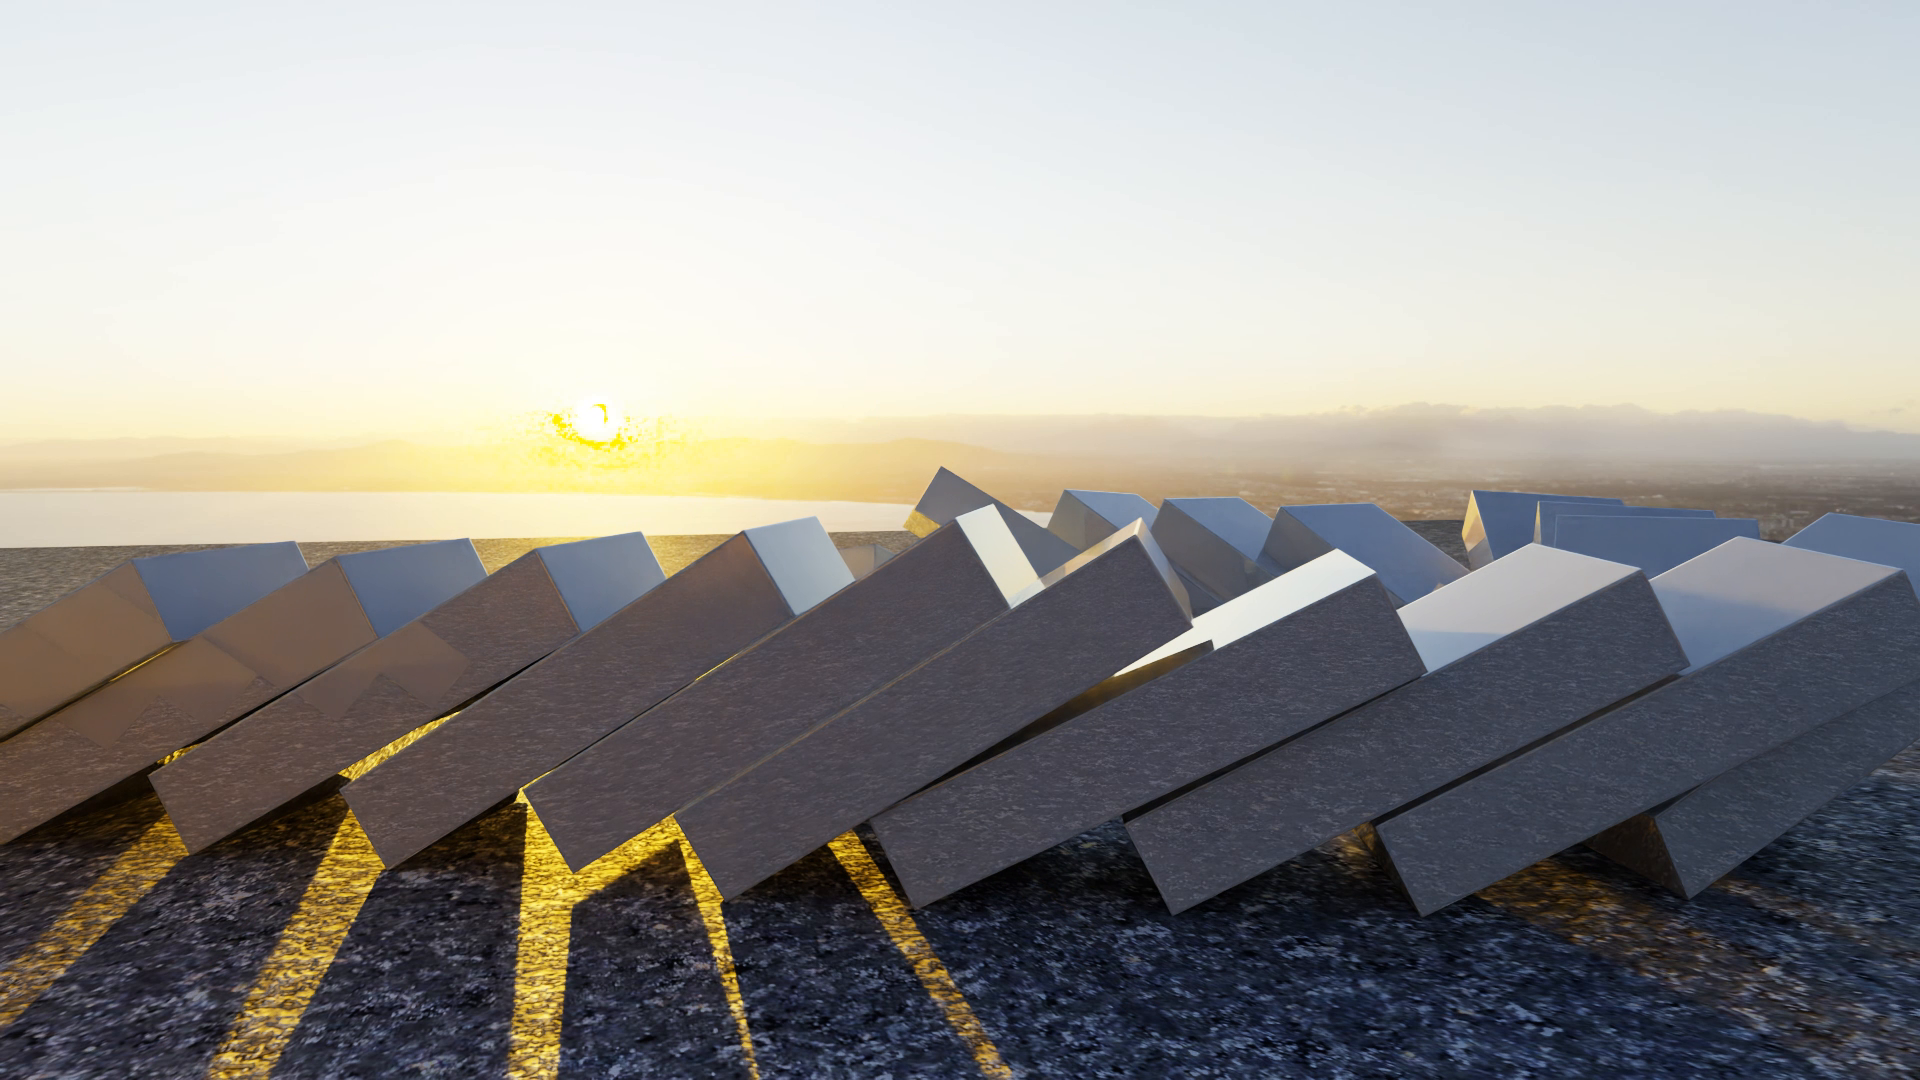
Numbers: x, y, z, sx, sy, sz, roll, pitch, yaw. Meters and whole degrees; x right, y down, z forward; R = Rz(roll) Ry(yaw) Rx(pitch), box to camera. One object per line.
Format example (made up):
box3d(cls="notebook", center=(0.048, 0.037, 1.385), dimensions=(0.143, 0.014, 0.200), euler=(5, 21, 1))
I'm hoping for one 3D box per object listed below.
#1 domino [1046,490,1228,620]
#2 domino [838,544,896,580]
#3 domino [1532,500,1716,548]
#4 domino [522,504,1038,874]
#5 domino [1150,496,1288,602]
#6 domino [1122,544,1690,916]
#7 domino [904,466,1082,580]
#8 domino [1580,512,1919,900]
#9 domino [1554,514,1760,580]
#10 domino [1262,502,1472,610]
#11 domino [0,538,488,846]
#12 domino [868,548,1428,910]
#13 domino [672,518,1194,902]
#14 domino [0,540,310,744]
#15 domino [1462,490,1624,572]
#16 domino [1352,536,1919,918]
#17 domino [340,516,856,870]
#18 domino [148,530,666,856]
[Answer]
box3d(cls="domino", center=(0.044, 0.006, 0.260), dimensions=(0.025, 0.009, 0.050), euler=(1, 30, -46))
box3d(cls="domino", center=(-0.011, 0.013, 0.196), dimensions=(0.025, 0.009, 0.050), euler=(-8, -19, 26))
box3d(cls="domino", center=(0.098, 0.012, 0.186), dimensions=(0.025, 0.010, 0.050), euler=(4, 34, 20))
box3d(cls="domino", center=(-0.017, 0.014, 0.131), dimensions=(0.050, 0.009, 0.025), euler=(-32, -1, 10))
box3d(cls="domino", center=(0.062, 0.008, 0.245), dimensions=(0.025, 0.010, 0.050), euler=(-3, 33, -43))
box3d(cls="domino", center=(0.040, 0.017, 0.125), dimensions=(0.050, 0.010, 0.025), euler=(-28, 3, 5))
box3d(cls="domino", center=(0.014, 0.005, 0.245), dimensions=(0.050, 0.009, 0.025), euler=(31, -9, -3))
box3d(cls="domino", center=(0.084, 0.015, 0.134), dimensions=(0.050, 0.009, 0.025), euler=(-31, 14, -8))
box3d(cls="domino", center=(0.089, 0.014, 0.164), dimensions=(0.025, 0.009, 0.050), euler=(2, 33, 26))
box3d(cls="domino", center=(0.081, 0.010, 0.229), dimensions=(0.025, 0.009, 0.050), euler=(-3, 32, -30))
box3d(cls="domino", center=(-0.080, 0.016, 0.144), dimensions=(0.050, 0.009, 0.025), euler=(-27, 0, 10))
box3d(cls="domino", center=(0.018, 0.017, 0.125), dimensions=(0.050, 0.010, 0.025), euler=(-27, 0, 10))
box3d(cls="domino", center=(-0.001, 0.016, 0.127), dimensions=(0.050, 0.010, 0.025), euler=(-32, -1, 10))
box3d(cls="domino", center=(-0.102, 0.016, 0.146), dimensions=(0.050, 0.010, 0.025), euler=(-26, 0, 10))
box3d(cls="domino", center=(0.099, 0.010, 0.208), dimensions=(0.025, 0.009, 0.050), euler=(4, 34, 9))
box3d(cls="domino", center=(0.062, 0.017, 0.125), dimensions=(0.050, 0.010, 0.025), euler=(-28, 5, 5))
box3d(cls="domino", center=(-0.037, 0.015, 0.136), dimensions=(0.050, 0.009, 0.025), euler=(-32, -1, 10))
box3d(cls="domino", center=(-0.058, 0.016, 0.140), dimensions=(0.050, 0.009, 0.025), euler=(-29, -1, 10))
